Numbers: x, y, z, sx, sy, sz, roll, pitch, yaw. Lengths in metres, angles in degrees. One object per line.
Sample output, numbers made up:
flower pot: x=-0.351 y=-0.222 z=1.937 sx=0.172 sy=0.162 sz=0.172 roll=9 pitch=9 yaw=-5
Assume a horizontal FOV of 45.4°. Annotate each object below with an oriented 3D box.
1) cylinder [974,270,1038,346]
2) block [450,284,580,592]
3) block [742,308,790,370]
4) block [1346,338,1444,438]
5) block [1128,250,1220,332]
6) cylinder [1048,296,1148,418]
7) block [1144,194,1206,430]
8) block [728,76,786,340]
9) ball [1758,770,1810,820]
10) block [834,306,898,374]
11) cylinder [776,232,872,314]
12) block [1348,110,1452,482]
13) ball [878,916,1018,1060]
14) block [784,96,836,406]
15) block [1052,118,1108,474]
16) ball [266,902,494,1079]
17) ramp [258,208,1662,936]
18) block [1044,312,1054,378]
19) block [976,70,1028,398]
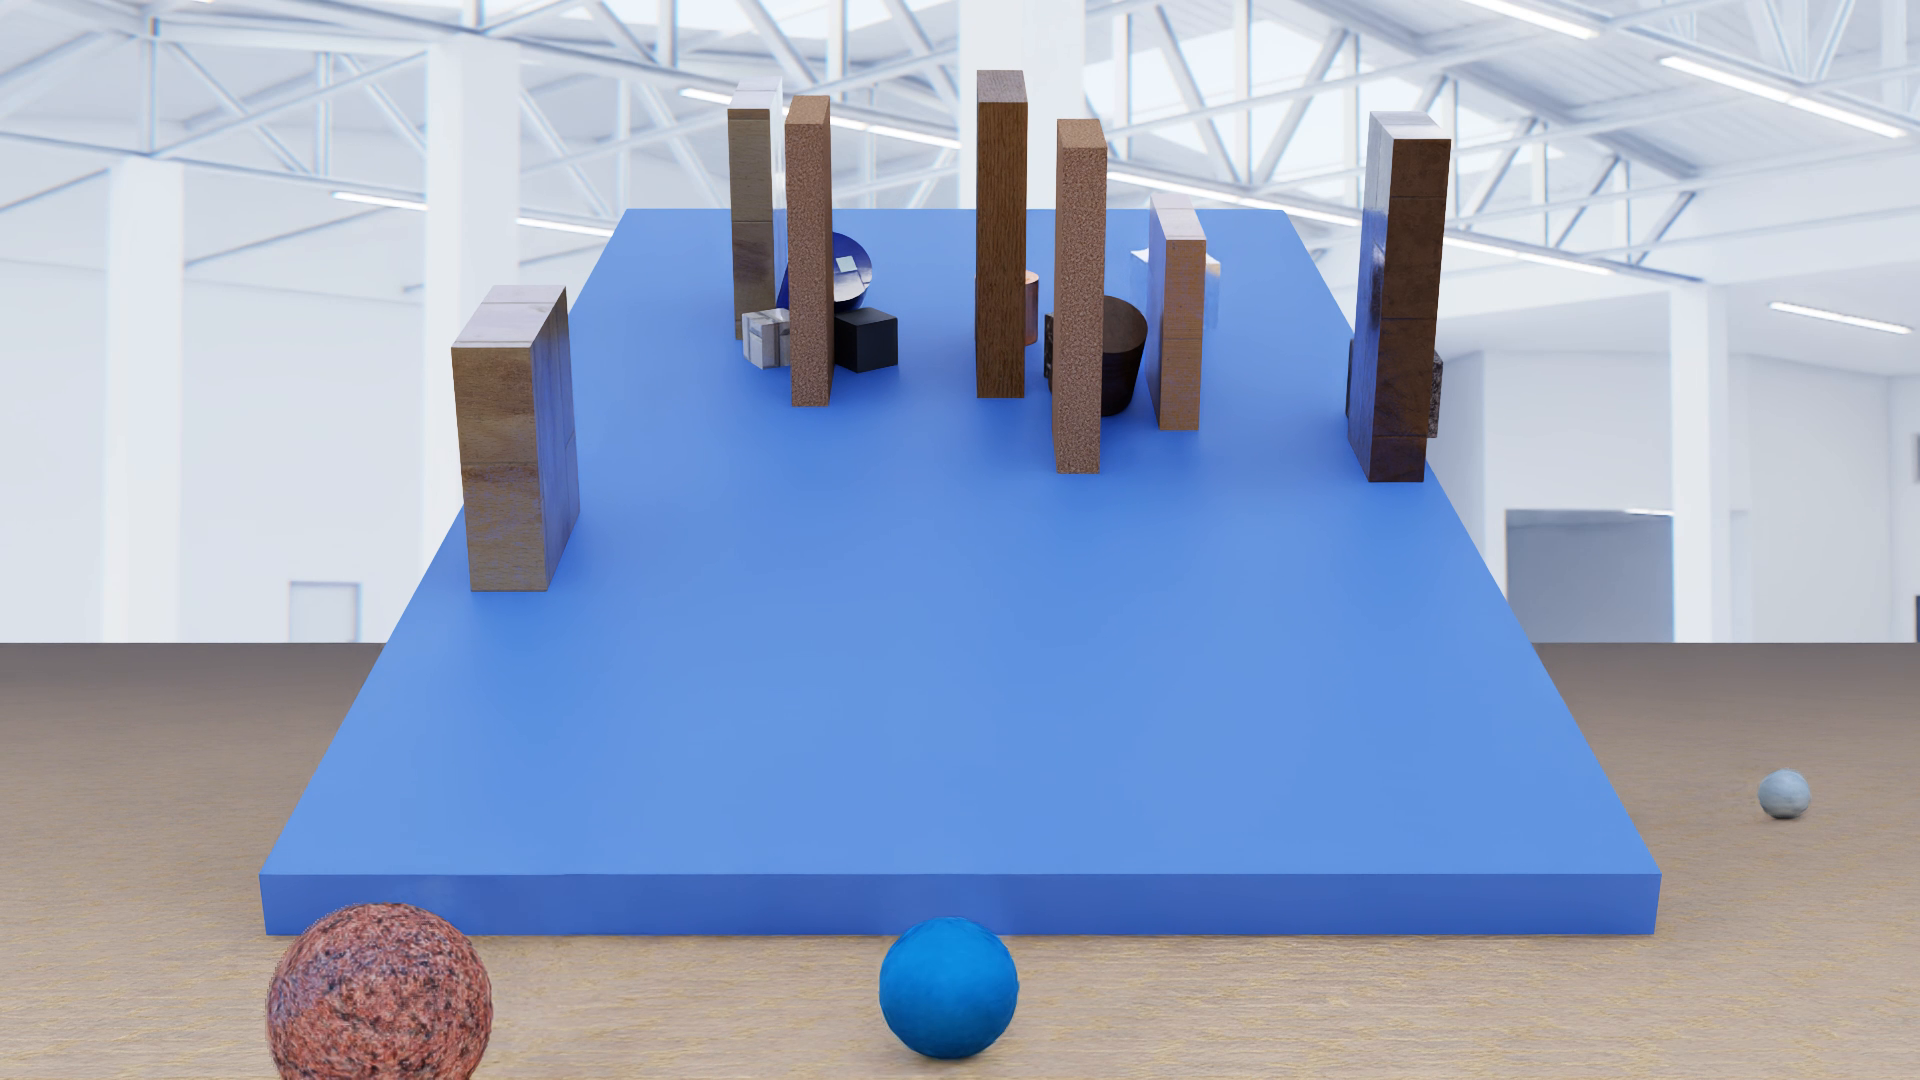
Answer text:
cylinder: x=0.115 y=-0.575 z=5.686 sx=0.158 sy=0.158 sz=0.158 roll=0 pitch=22 yaw=0
block: x=-0.830 y=-0.199 z=4.322 sx=0.140 sy=0.468 sz=0.411 roll=0 pitch=22 yaw=0
block: x=-0.450 y=-0.485 z=5.523 sx=0.110 sy=0.110 sz=0.110 roll=-12 pitch=25 yaw=-27
block: x=0.958 y=-0.336 z=5.071 sx=0.174 sy=0.174 sz=0.174 roll=0 pitch=22 yaw=0
block: x=0.541 y=-0.632 z=5.808 sx=0.174 sy=0.174 sz=0.174 roll=-6 pitch=23 yaw=-16
cylinder: x=0.308 y=-0.413 z=5.144 sx=0.195 sy=0.195 sz=0.195 roll=0 pitch=-43 yaw=-9
block: x=0.484 y=-0.521 z=5.184 sx=0.087 sy=0.432 sz=0.424 roll=0 pitch=22 yaw=0
block: x=-0.507 y=-0.843 z=5.791 sx=0.102 sy=0.576 sz=0.424 roll=0 pitch=22 yaw=0
ball: x=1.930 y=0.597 z=5.368 sx=0.117 sy=0.117 sz=0.117 roll=0 pitch=-2 yaw=0
block: x=-0.231 y=-0.481 z=5.503 sx=0.117 sy=0.117 sz=0.117 roll=-15 pitch=26 yaw=-34
cylinder: x=-0.333 y=-0.611 z=5.599 sx=0.204 sy=0.204 sz=0.204 roll=1 pitch=-28 yaw=-14
block: x=0.906 y=-0.505 z=4.759 sx=0.114 sy=0.718 sz=0.279 roll=0 pitch=22 yaw=0
ball: x=-0.012 y=0.457 z=2.340 sx=0.144 sy=0.144 sz=0.144 roll=0 pitch=-2 yaw=0
block: x=-0.341 y=-0.664 z=5.248 sx=0.083 sy=0.646 sz=0.326 roll=0 pitch=22 yaw=0
block: x=0.248 y=-0.512 z=4.814 sx=0.088 sy=0.689 sz=0.287 roll=0 pitch=22 yaw=0
ball: x=-0.511 y=0.418 z=2.025 sx=0.195 sy=0.195 sz=0.195 roll=0 pitch=-2 yaw=0
ramp: x=-0.006 y=-0.220 z=5.144 sx=2.000 sy=0.100 sz=4.000 roll=0 pitch=22 yaw=0
block: x=0.306 y=-0.452 z=5.383 sx=0.154 sy=0.154 sz=0.154 roll=-16 pitch=27 yaw=-34
block: x=0.094 y=-0.716 z=5.333 sx=0.108 sy=0.681 sz=0.394 roll=0 pitch=22 yaw=0
